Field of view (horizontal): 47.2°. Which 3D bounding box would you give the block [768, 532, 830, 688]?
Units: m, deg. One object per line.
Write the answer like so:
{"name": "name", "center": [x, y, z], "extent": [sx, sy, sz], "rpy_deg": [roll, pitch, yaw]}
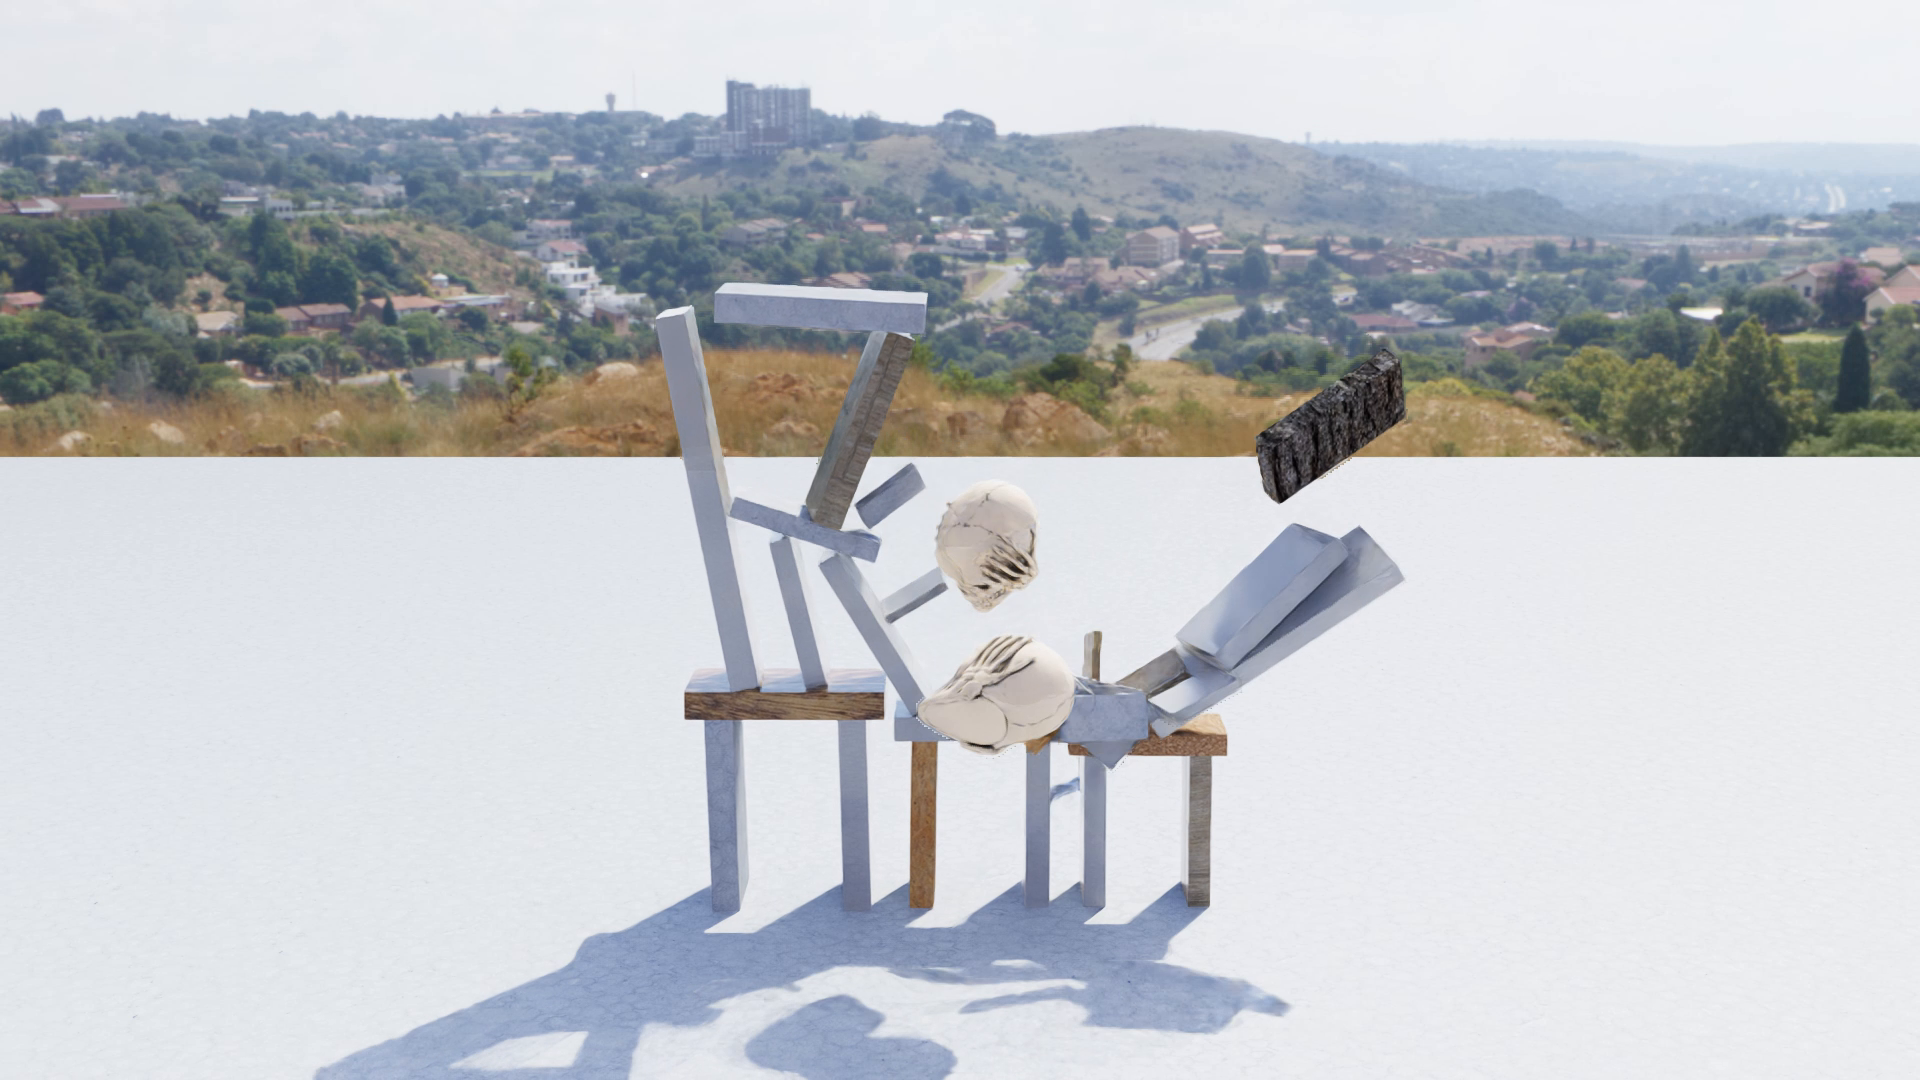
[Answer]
{"name": "block", "center": [-0.260, 0.107, 3.580], "extent": [0.035, 0.245, 0.122], "rpy_deg": [-13, 10, 2]}

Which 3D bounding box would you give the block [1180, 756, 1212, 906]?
{"name": "block", "center": [0.391, 0.464, 3.645], "extent": [0.036, 0.257, 0.128], "rpy_deg": [0, 11, 0]}

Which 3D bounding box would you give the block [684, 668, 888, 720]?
{"name": "block", "center": [-0.281, 0.252, 3.602], "extent": [0.321, 0.046, 0.161], "rpy_deg": [0, 11, 0]}

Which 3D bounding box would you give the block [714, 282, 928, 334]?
{"name": "block", "center": [-0.217, -0.369, 3.487], "extent": [0.327, 0.046, 0.163], "rpy_deg": [3, 12, 0]}

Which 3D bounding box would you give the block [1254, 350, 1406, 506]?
{"name": "block", "center": [0.619, -0.188, 3.663], "extent": [0.277, 0.139, 0.039], "rpy_deg": [-34, 50, -13]}

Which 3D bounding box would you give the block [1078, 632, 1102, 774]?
{"name": "block", "center": [0.255, 0.322, 4.333], "extent": [0.017, 0.279, 0.059], "rpy_deg": [6, -10, -14]}

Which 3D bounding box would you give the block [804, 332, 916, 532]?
{"name": "block", "center": [-0.163, -0.188, 3.542], "extent": [0.046, 0.327, 0.163], "rpy_deg": [20, 9, -13]}

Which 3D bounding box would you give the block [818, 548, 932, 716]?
{"name": "block", "center": [-0.136, 0.142, 3.586], "extent": [0.035, 0.290, 0.122], "rpy_deg": [-31, 8, 6]}

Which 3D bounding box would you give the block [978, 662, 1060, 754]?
{"name": "block", "center": [0.099, 0.269, 3.520], "extent": [0.142, 0.071, 0.020], "rpy_deg": [46, 2, 33]}

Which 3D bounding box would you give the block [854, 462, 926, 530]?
{"name": "block", "center": [-0.113, -0.071, 3.568], "extent": [0.117, 0.059, 0.017], "rpy_deg": [-37, 56, -9]}

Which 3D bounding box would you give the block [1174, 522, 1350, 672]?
{"name": "block", "center": [0.486, 0.090, 3.550], "extent": [0.277, 0.039, 0.139], "rpy_deg": [-43, 23, -9]}

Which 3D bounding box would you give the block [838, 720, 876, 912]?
{"name": "block", "center": [-0.170, 0.432, 3.636], "extent": [0.046, 0.321, 0.161], "rpy_deg": [-1, 11, 0]}

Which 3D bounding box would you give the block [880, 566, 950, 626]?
{"name": "block", "center": [-0.075, 0.090, 3.605], "extent": [0.117, 0.017, 0.059], "rpy_deg": [-31, 27, 9]}

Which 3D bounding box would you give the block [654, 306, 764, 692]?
{"name": "block", "center": [-0.400, -0.068, 3.542], "extent": [0.046, 0.606, 0.163], "rpy_deg": [-10, 11, 0]}

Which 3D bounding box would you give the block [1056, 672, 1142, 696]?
{"name": "block", "center": [0.221, 0.260, 3.539], "extent": [0.132, 0.066, 0.019], "rpy_deg": [12, 2, 7]}

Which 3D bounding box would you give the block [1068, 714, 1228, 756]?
{"name": "block", "center": [0.305, 0.320, 3.618], "extent": [0.256, 0.036, 0.128], "rpy_deg": [0, 11, 1]}

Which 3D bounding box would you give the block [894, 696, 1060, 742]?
{"name": "block", "center": [0.035, 0.293, 3.613], "extent": [0.282, 0.040, 0.141], "rpy_deg": [0, 11, 1]}

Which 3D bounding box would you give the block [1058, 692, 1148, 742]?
{"name": "block", "center": [0.224, 0.277, 3.432], "extent": [0.142, 0.071, 0.020], "rpy_deg": [-1, -3, -22]}

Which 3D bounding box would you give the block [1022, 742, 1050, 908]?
{"name": "block", "center": [0.127, 0.451, 3.645], "extent": [0.040, 0.282, 0.141], "rpy_deg": [0, 11, 0]}

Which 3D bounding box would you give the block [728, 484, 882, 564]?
{"name": "block", "center": [-0.249, -0.027, 3.568], "extent": [0.245, 0.035, 0.122], "rpy_deg": [18, 10, -5]}

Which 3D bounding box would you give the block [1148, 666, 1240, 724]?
{"name": "block", "center": [0.369, 0.244, 3.464], "extent": [0.132, 0.019, 0.066], "rpy_deg": [-25, 27, -24]}

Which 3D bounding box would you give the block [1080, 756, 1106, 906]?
{"name": "block", "center": [0.220, 0.464, 3.646], "extent": [0.036, 0.257, 0.128], "rpy_deg": [0, 11, 0]}

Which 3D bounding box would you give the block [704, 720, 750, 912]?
{"name": "block", "center": [-0.385, 0.432, 3.636], "extent": [0.046, 0.321, 0.161], "rpy_deg": [-1, 11, 0]}

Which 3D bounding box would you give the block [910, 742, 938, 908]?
{"name": "block", "center": [-0.060, 0.451, 3.644], "extent": [0.040, 0.282, 0.141], "rpy_deg": [1, 11, 1]}

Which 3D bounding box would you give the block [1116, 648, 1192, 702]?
{"name": "block", "center": [0.294, 0.241, 3.576], "extent": [0.161, 0.019, 0.066], "rpy_deg": [-32, 35, 4]}

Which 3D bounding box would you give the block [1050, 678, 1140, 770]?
{"name": "block", "center": [0.212, 0.294, 3.511], "extent": [0.142, 0.071, 0.020], "rpy_deg": [42, 7, 9]}

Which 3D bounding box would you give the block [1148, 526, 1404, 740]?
{"name": "block", "center": [0.491, 0.149, 3.579], "extent": [0.468, 0.039, 0.139], "rpy_deg": [-33, 31, 2]}
